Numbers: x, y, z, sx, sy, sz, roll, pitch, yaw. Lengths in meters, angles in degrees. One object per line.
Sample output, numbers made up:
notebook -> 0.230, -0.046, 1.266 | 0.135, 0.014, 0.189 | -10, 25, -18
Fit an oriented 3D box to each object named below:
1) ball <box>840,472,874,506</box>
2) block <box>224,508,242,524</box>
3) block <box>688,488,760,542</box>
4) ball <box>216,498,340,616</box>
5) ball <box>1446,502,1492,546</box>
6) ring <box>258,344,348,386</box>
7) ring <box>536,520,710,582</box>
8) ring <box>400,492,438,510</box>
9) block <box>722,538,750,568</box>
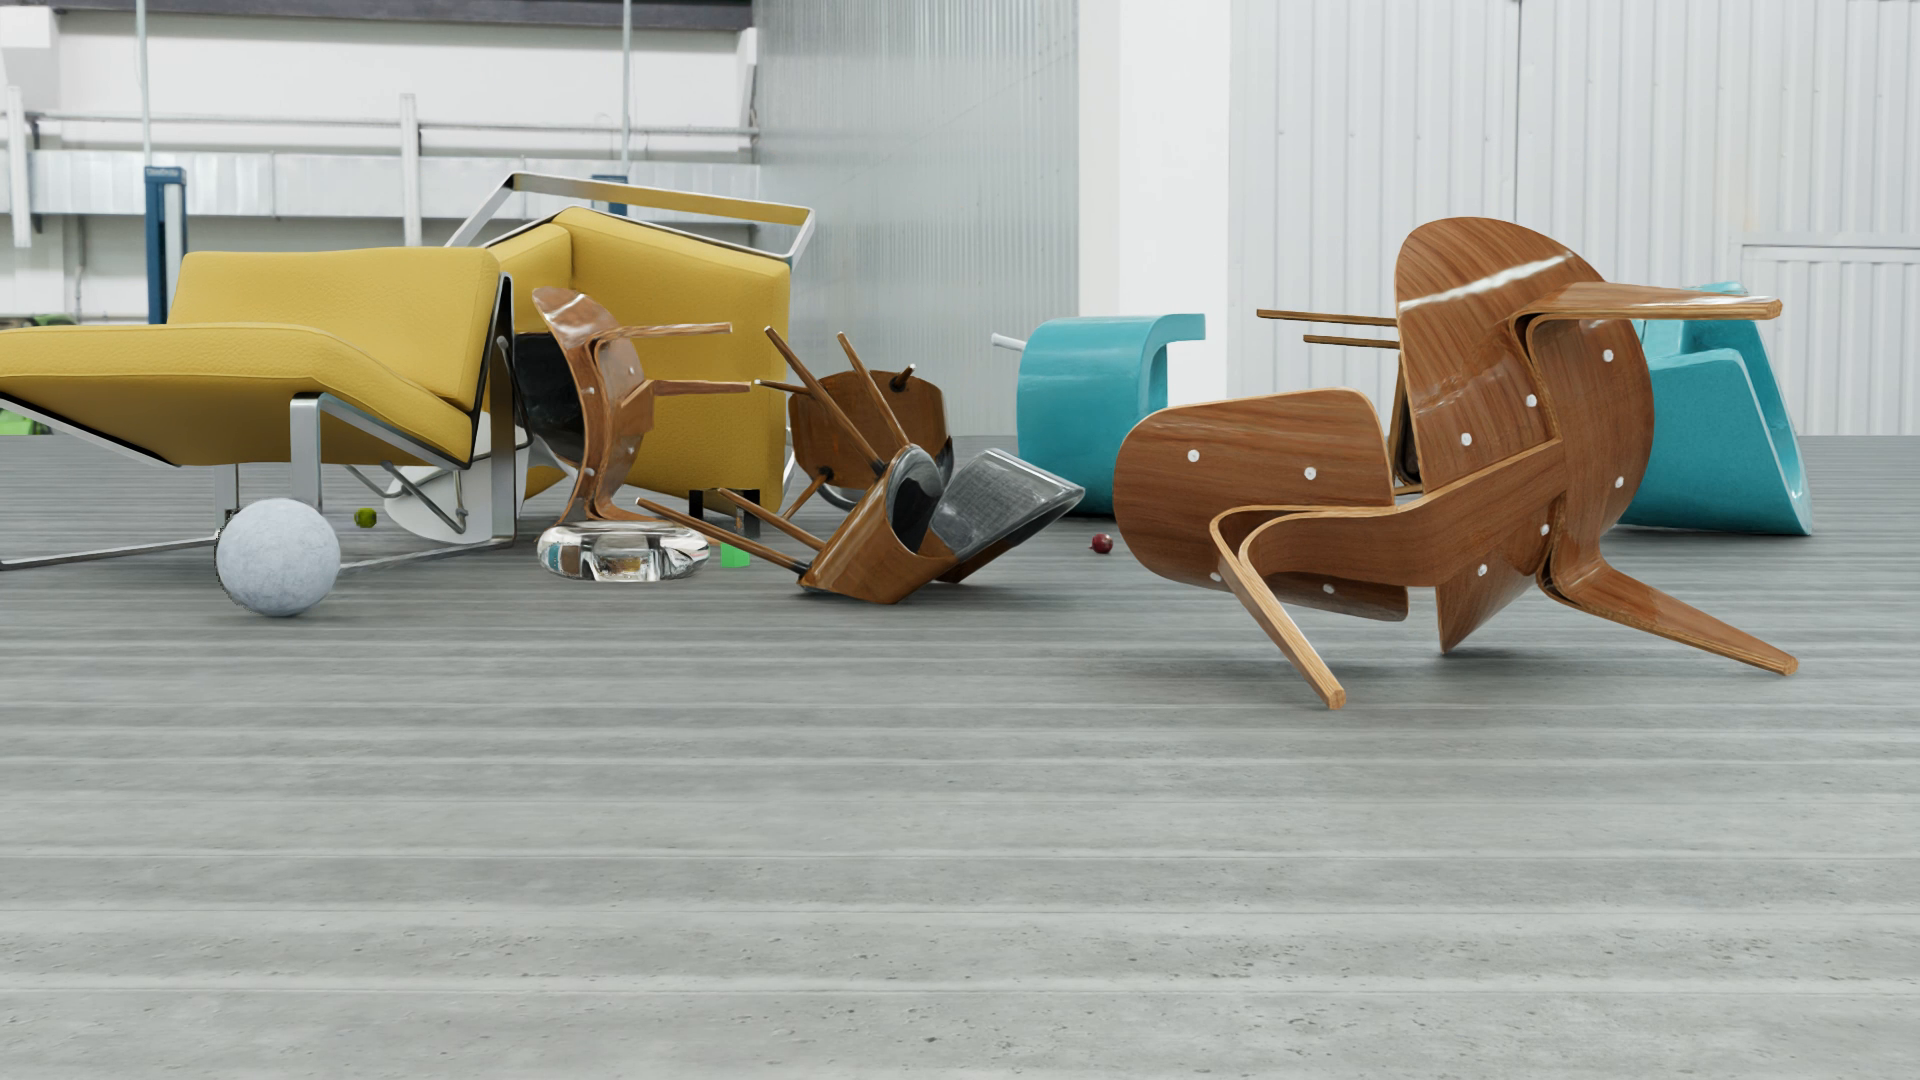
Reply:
ball -> -0.395, -0.194, 8.423 | 0.131, 0.131, 0.131 | 0, 4, 0
block -> -1.957, -0.033, 6.225 | 0.163, 0.110, 0.174 | 3, 5, 40
block -> -0.703, -0.077, 6.577 | 0.158, 0.149, 0.155 | 1, 4, 21
ball -> -1.347, 0.034, 4.350 | 0.234, 0.234, 0.234 | 0, 4, 0
ball -> 1.452, -0.045, 6.264 | 0.128, 0.128, 0.128 | 0, 4, 0
ring -> -1.758, -0.467, 5.890 | 0.271, 0.072, 0.217 | -2, -14, 39
ring -> -0.807, 0.026, 5.273 | 0.424, 0.126, 0.364 | 2, 5, 19
ring -> -2.012, -0.144, 8.170 | 0.139, 0.067, 0.149 | 2, 5, 11
block -> -0.570, 0.032, 5.580 | 0.039, 0.068, 0.077 | 2, 4, 23
